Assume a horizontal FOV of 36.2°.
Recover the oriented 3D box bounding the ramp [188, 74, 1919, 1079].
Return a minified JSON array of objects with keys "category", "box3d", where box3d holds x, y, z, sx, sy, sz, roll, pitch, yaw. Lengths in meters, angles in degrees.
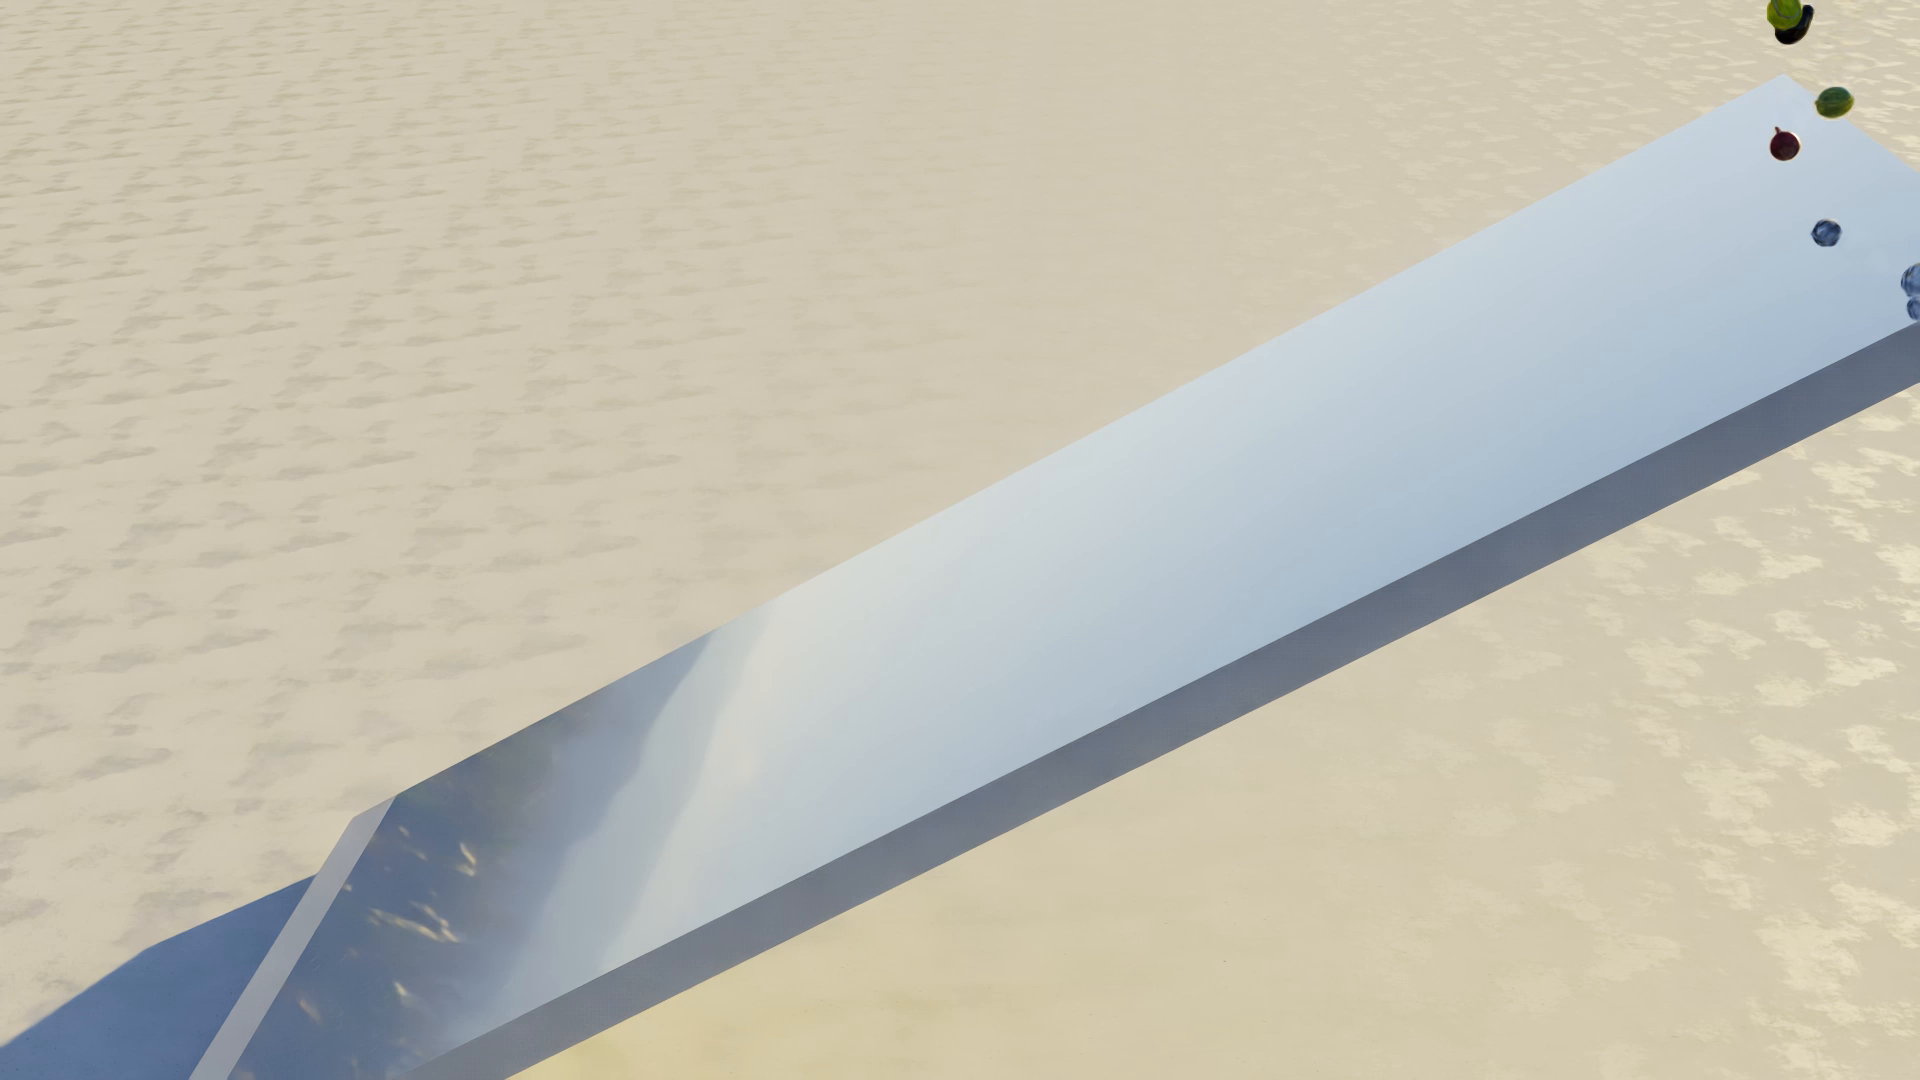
[{"category":"ramp","box3d":[0.142,0.167,6.283,4.000,0.100,2.000,-27,14,11]}]
